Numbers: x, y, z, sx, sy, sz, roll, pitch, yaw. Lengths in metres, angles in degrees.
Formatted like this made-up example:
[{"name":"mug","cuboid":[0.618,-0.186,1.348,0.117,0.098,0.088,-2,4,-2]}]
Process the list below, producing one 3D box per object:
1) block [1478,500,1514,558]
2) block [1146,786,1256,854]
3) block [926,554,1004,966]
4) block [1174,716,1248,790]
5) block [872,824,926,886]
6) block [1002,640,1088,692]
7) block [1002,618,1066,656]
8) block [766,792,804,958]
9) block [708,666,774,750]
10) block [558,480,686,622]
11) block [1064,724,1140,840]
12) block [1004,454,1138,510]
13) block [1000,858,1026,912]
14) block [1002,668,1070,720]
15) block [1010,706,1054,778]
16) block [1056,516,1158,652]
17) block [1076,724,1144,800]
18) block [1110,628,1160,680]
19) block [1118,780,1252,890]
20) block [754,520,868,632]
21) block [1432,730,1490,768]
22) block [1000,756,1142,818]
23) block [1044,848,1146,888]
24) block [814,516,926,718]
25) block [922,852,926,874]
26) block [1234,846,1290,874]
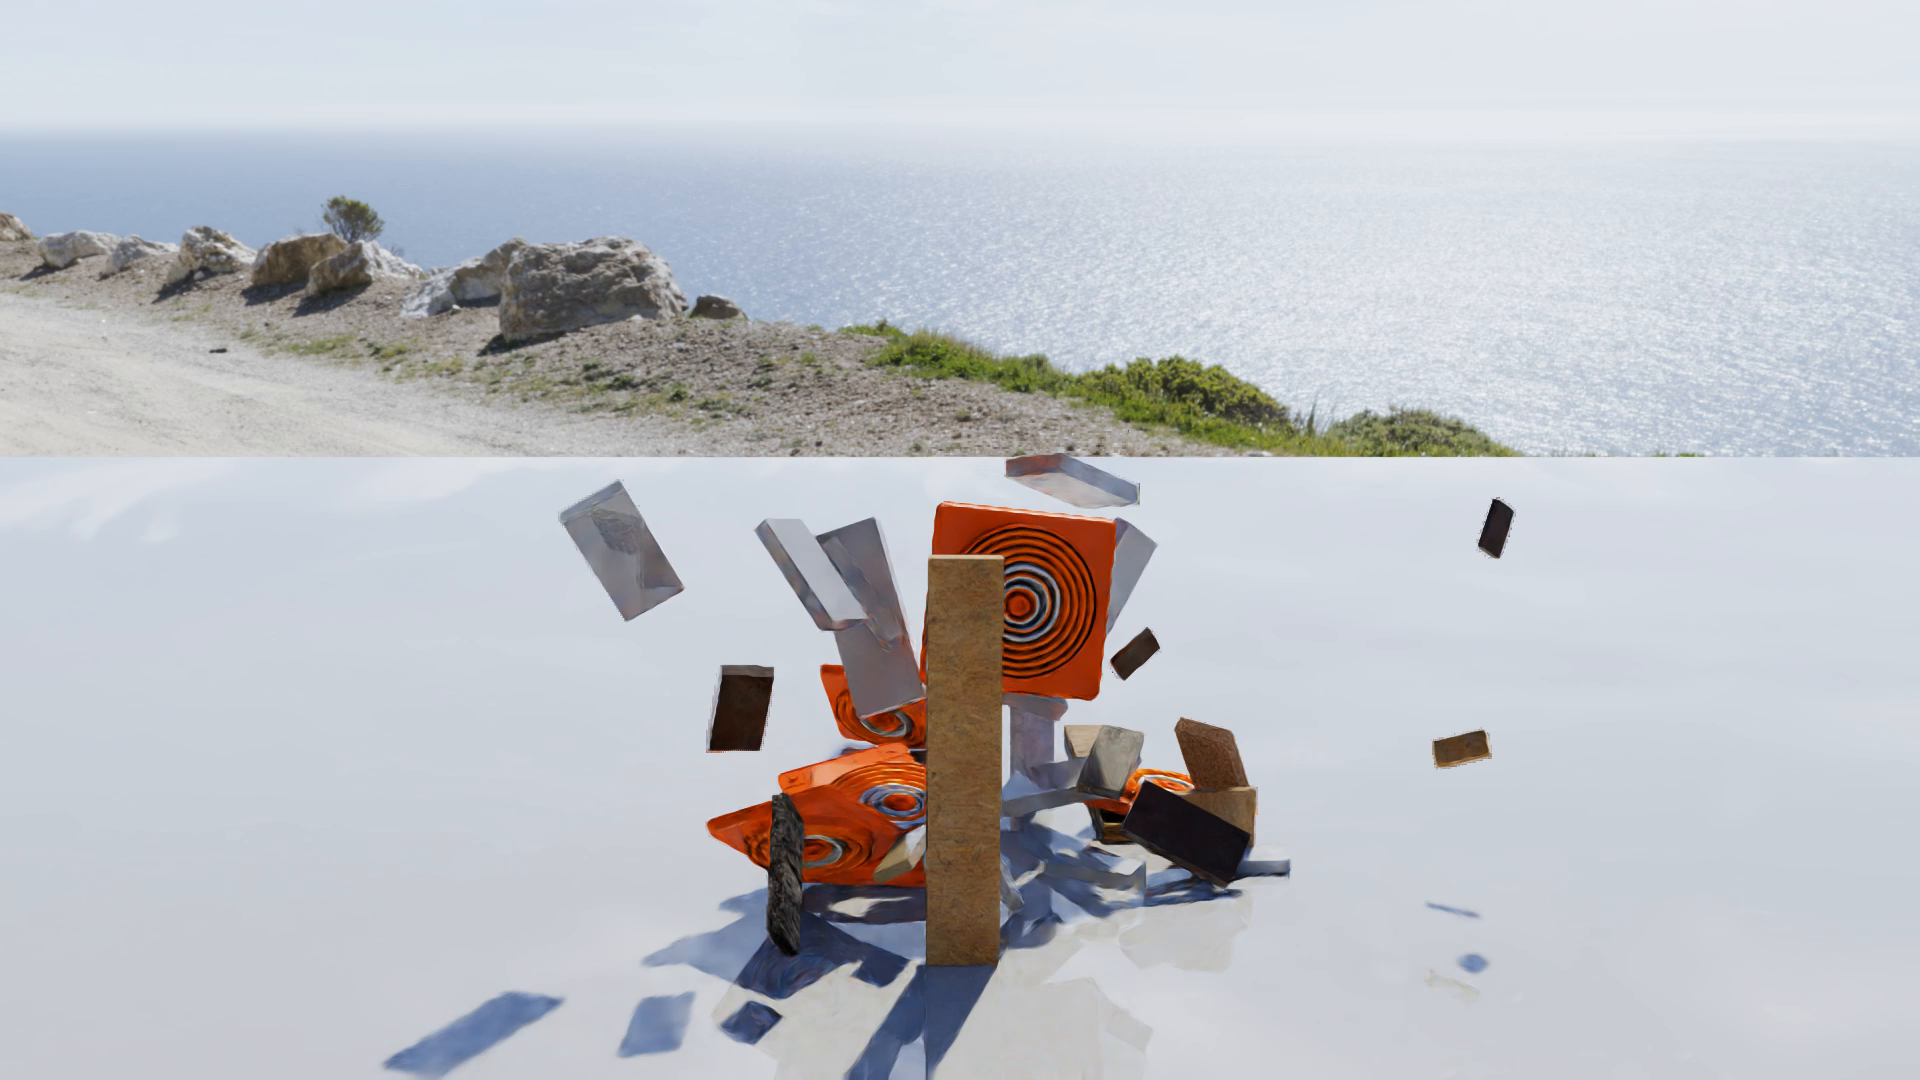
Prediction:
[{"name":"block","cuboid":[0.924,-0.019,3.791,0.045,0.091,0.013,30,-16,-32]},{"name":"block","cuboid":[0.417,0.484,3.807,0.202,0.101,0.029,-1,5,-25]},{"name":"block","cuboid":[0.006,0.335,3.300,0.111,0.635,0.031,0,12,-4]},{"name":"block","cuboid":[0.452,0.399,3.917,0.101,0.202,0.029,13,54,31]},{"name":"block","cuboid":[-0.085,0.491,3.452,0.068,0.019,0.137,-28,8,23]},{"name":"block","cuboid":[0.137,0.225,4.021,0.193,0.027,0.097,17,15,-44]},{"name":"block","cuboid":[0.119,0.183,4.063,0.097,0.027,0.193,-3,-16,22]},{"name":"block","cuboid":[-0.259,0.495,3.262,0.023,0.081,0.235,-11,47,11]},{"name":"block","cuboid":[-0.340,0.262,3.411,0.081,0.161,0.023,2,39,-15]},{"name":"block","cuboid":[-0.542,0.020,3.543,0.111,0.221,0.031,-30,35,-4]},{"name":"block","cuboid":[0.287,0.463,4.279,0.097,0.027,0.685,-1,11,-3]},{"name":"block","cuboid":[0.219,-0.112,4.276,0.131,0.037,0.262,-5,-16,38]},{"name":"block","cuboid":[0.066,0.543,3.520,0.023,0.081,0.161,-28,-20,1]},{"name":"block","cuboid":[0.069,0.244,4.005,0.262,0.037,0.131,20,27,-36]},{"name":"block","cuboid":[0.137,0.365,4.182,0.032,0.229,0.114,14,31,27]},{"name":"block","cuboid":[0.267,0.083,3.992,0.032,0.229,0.114,26,-5,38]},{"name":"block","cuboid":[0.266,0.390,3.869,0.078,0.022,0.157,10,39,17]},{"name":"block","cuboid":[0.307,0.200,3.854,0.091,0.045,0.013,-40,31,-14]},{"name":"block","cuboid":[0.379,0.496,3.705,0.202,0.101,0.029,28,-31,3]},{"name":"block","cuboid":[-0.258,0.060,3.808,0.031,0.221,0.111,-43,-20,24]},{"name":"block","cuboid":[0.855,0.356,3.751,0.091,0.045,0.013,-17,-36,22]},{"name":"block","cuboid":[0.188,0.441,3.986,0.280,0.032,0.114,-17,17,40]},{"name":"block","cuboid":[0.232,0.561,3.764,0.157,0.022,0.078,5,12,25]},{"name":"block","cuboid":[-0.164,0.140,3.959,0.131,0.339,0.037,-19,-12,10]},{"name":"block","cuboid":[-0.018,0.543,3.517,0.068,0.137,0.019,-12,13,2]},{"name":"block","cuboid":[0.487,0.553,3.808,0.157,0.022,0.078,-1,11,-3]}]
